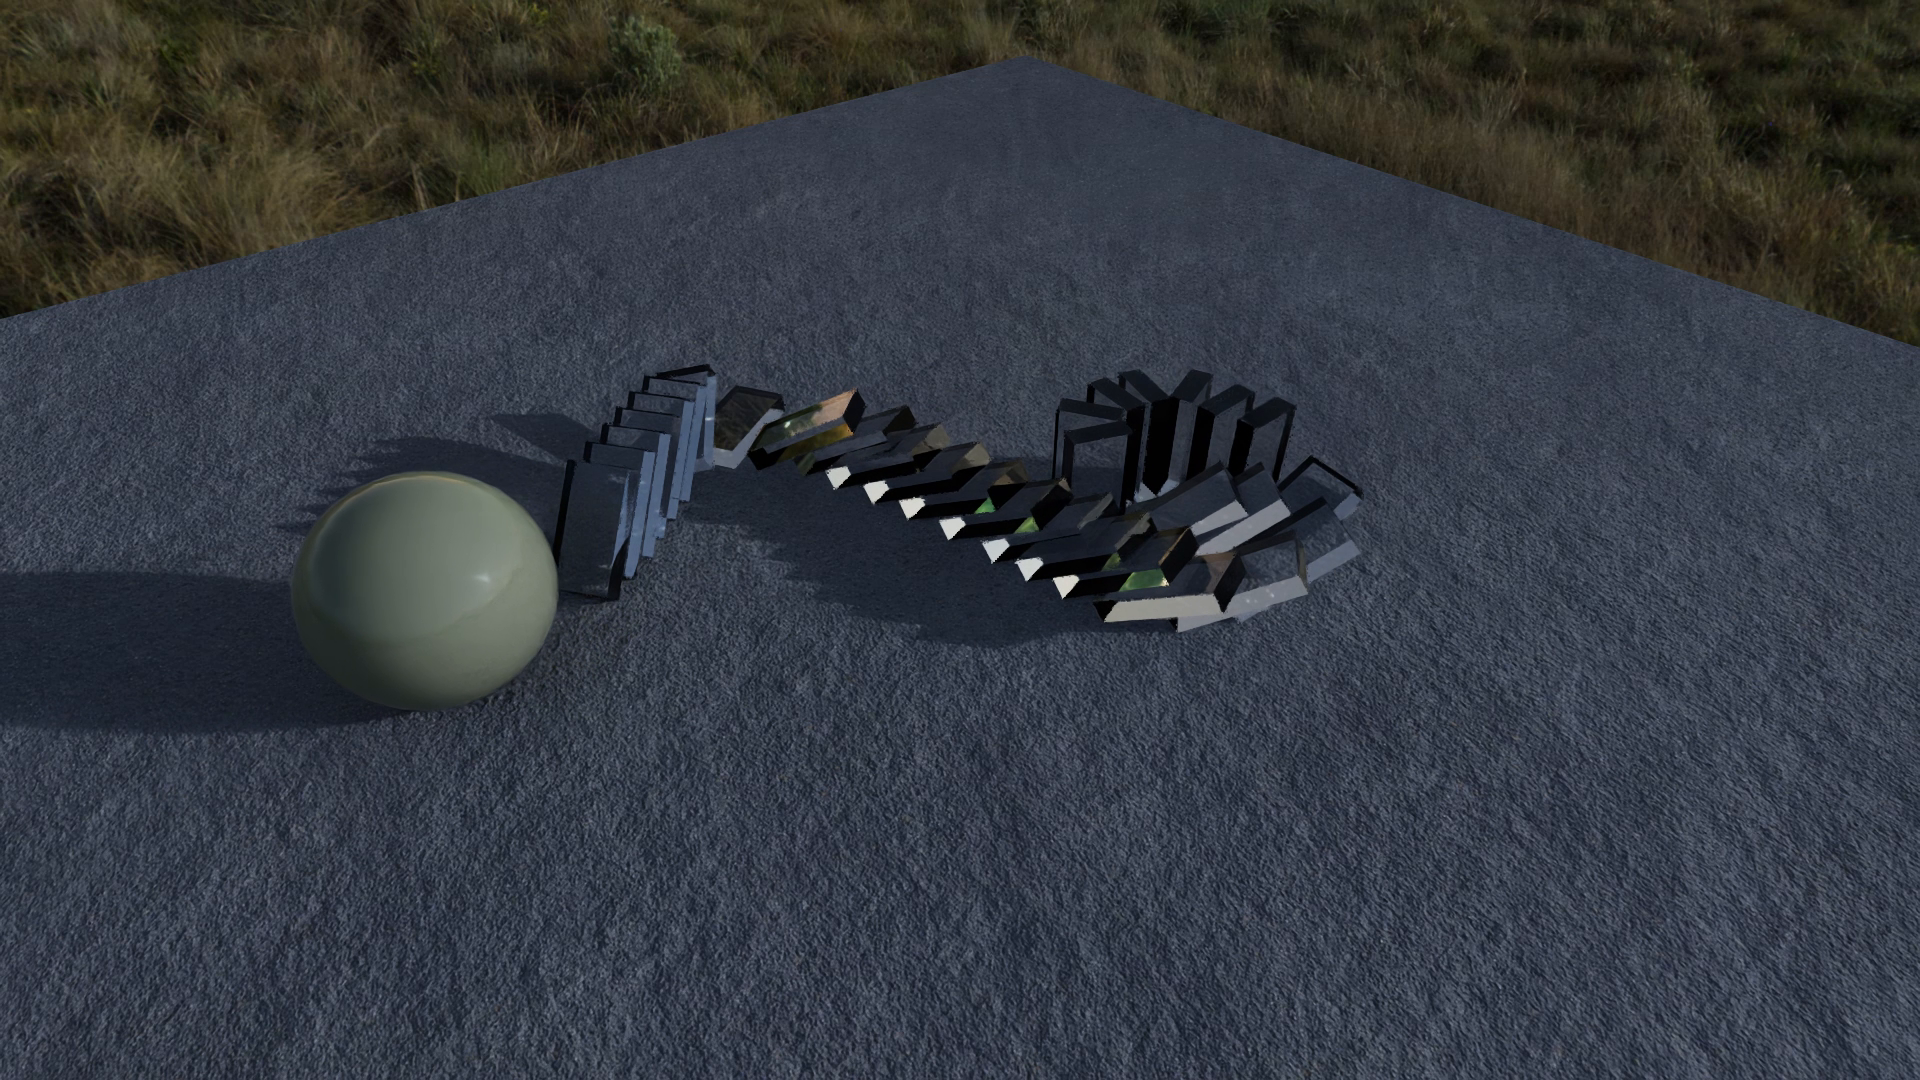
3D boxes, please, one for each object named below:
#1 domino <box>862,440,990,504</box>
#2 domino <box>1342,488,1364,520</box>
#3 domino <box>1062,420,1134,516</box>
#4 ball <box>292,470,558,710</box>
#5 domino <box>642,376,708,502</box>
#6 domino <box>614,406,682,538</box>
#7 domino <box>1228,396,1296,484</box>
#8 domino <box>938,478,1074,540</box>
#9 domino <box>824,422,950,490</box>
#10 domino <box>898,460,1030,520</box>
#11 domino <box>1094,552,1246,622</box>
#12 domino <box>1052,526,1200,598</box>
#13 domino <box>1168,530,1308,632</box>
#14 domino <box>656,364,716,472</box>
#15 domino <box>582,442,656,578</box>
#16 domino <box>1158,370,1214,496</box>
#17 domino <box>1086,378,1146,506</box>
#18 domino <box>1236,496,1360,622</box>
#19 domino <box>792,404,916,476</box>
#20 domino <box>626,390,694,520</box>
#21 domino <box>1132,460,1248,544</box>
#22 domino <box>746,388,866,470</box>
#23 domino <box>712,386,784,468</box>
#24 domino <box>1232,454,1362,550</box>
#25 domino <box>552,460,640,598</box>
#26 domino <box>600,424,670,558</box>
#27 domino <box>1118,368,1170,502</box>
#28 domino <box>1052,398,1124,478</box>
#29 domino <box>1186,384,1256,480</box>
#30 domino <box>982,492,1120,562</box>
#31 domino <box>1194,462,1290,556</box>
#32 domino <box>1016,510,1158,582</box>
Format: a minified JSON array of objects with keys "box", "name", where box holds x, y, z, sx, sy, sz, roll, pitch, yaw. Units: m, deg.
[{"box":[-0.014,-0.028,0.459,0.050,0.009,0.025,-6,28,42],"name":"domino"},{"box":[0.143,-0.013,0.459,0.050,0.009,0.025,-30,48,-31],"name":"domino"},{"box":[0.054,-0.022,0.438,0.025,0.050,0.009,-12,41,-14],"name":"domino"},{"box":[-0.177,0.017,0.368,0.080,0.080,0.080,0,39,0],"name":"ball"},{"box":[-0.125,-0.043,0.469,0.025,0.050,0.009,8,-2,10],"name":"domino"},{"box":[-0.131,-0.028,0.450,0.025,0.050,0.010,8,-2,10],"name":"domino"},{"box":[0.121,-0.031,0.449,0.025,0.050,0.010,-29,49,-31],"name":"domino"},{"box":[0.018,-0.012,0.439,0.050,0.009,0.025,-6,27,46],"name":"domino"},{"box":[-0.031,-0.036,0.469,0.050,0.009,0.025,-8,29,39],"name":"domino"},{"box":[0.001,-0.020,0.450,0.050,0.010,0.025,-4,28,44],"name":"domino"},{"box":[0.076,0.017,0.403,0.050,0.010,0.025,-8,28,41],"name":"domino"},{"box":[0.062,0.009,0.412,0.050,0.009,0.025,-11,24,46],"name":"domino"},{"box":[0.101,0.015,0.404,0.050,0.010,0.025,-21,33,27],"name":"domino"},{"box":[-0.123,-0.053,0.489,0.025,0.009,0.050,-9,62,9],"name":"domino"},{"box":[-0.137,-0.012,0.431,0.025,0.050,0.009,8,-2,10],"name":"domino"},{"box":[0.095,-0.044,0.465,0.010,0.050,0.025,20,43,23],"name":"domino"},{"box":[0.063,-0.040,0.460,0.010,0.050,0.025,-22,44,-25],"name":"domino"},{"box":[0.121,0.007,0.413,0.050,0.010,0.025,-33,40,15],"name":"domino"},{"box":[-0.046,-0.043,0.476,0.050,0.010,0.025,-12,26,33],"name":"domino"},{"box":[-0.128,-0.035,0.460,0.025,0.050,0.009,8,-2,10],"name":"domino"},{"box":[0.085,-0.008,0.431,0.050,0.010,0.025,-32,35,20],"name":"domino"},{"box":[-0.067,-0.049,0.484,0.050,0.009,0.025,-18,30,22],"name":"domino"},{"box":[-0.104,-0.053,0.508,0.025,0.010,0.050,12,41,15],"name":"domino"},{"box":[0.130,-0.008,0.434,0.050,0.009,0.025,-43,49,-2],"name":"domino"},{"box":[-0.141,-0.004,0.421,0.025,0.050,0.009,8,-2,10],"name":"domino"},{"box":[-0.133,-0.020,0.440,0.025,0.050,0.009,8,-2,10],"name":"domino"},{"box":[0.075,-0.044,0.465,0.010,0.050,0.025,-15,42,-18],"name":"domino"},{"box":[0.051,-0.032,0.451,0.025,0.050,0.010,12,41,15],"name":"domino"},{"box":[0.107,-0.037,0.457,0.025,0.050,0.009,-29,48,-31],"name":"domino"},{"box":[0.035,-0.005,0.428,0.050,0.010,0.025,-11,24,47],"name":"domino"},{"box":[0.101,-0.007,0.430,0.050,0.010,0.025,-33,34,19],"name":"domino"},{"box":[0.048,0.003,0.419,0.050,0.009,0.025,-10,24,47],"name":"domino"}]
